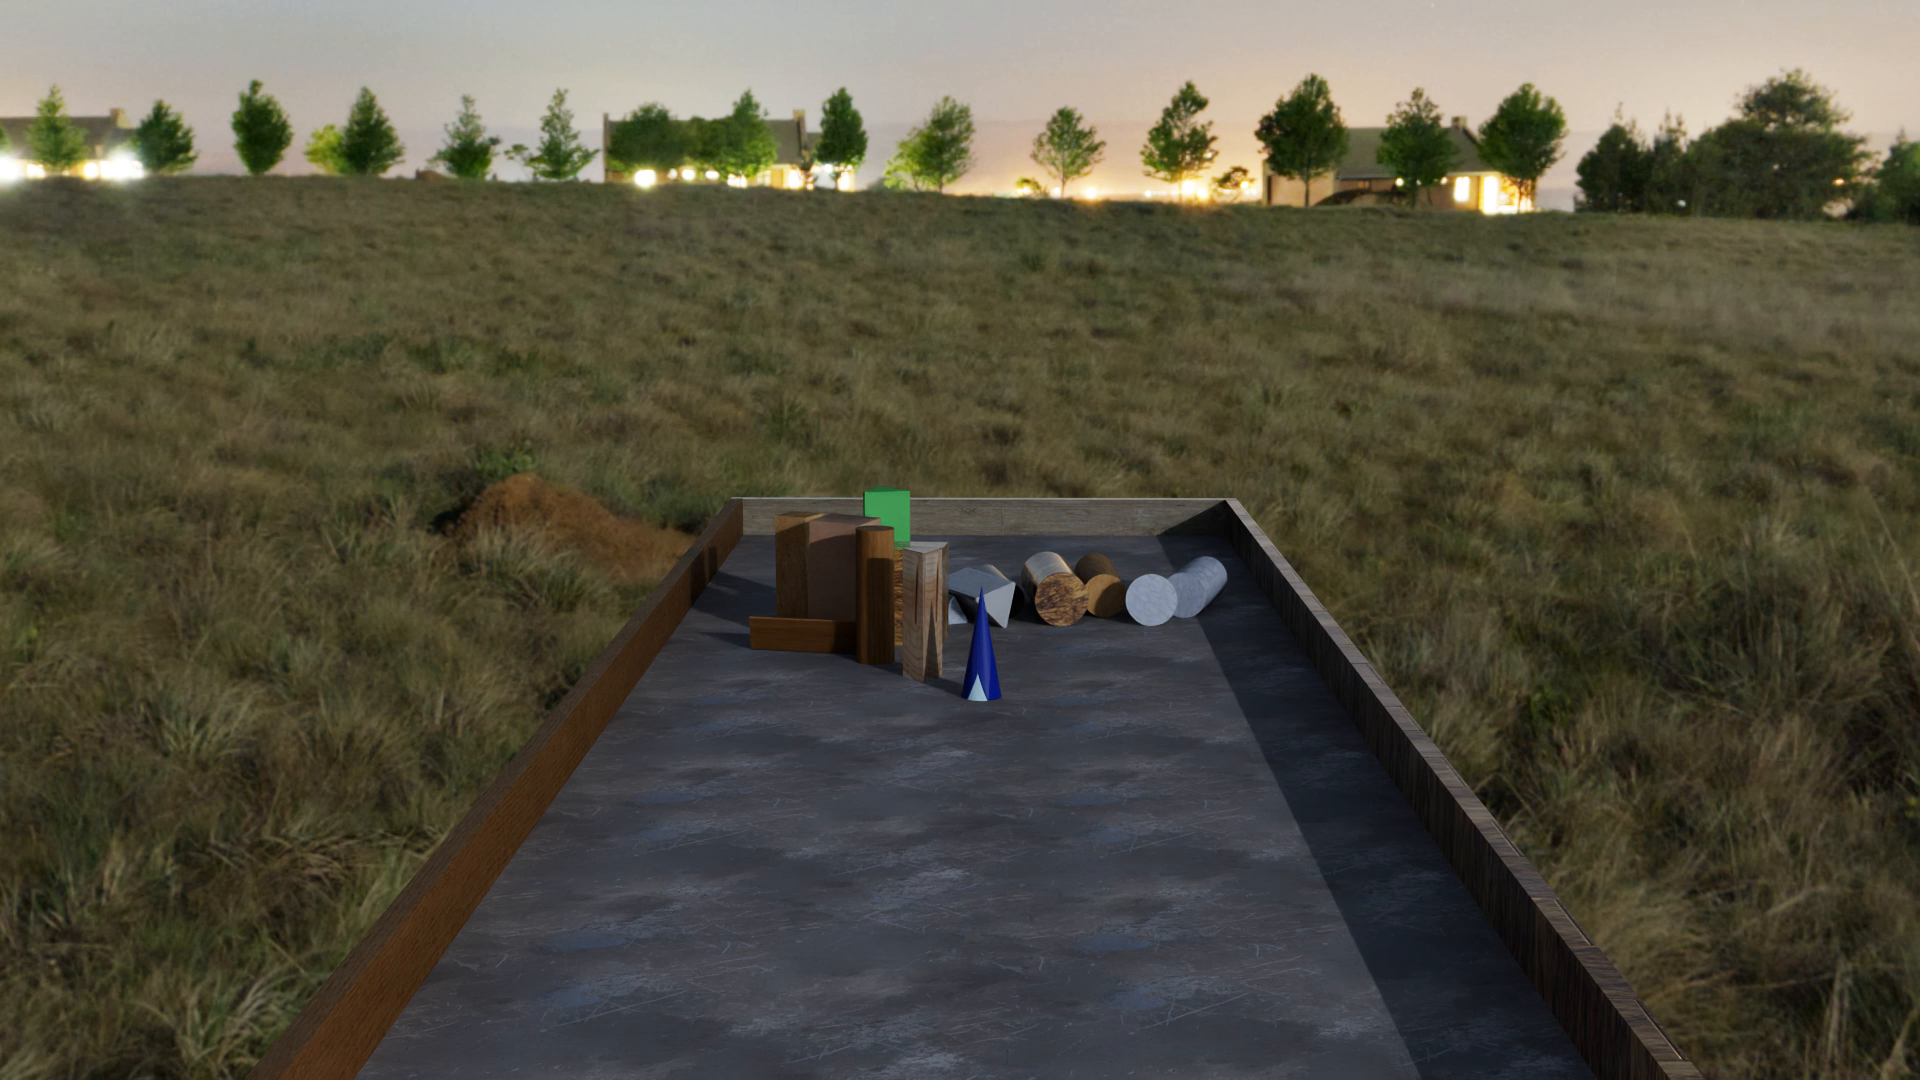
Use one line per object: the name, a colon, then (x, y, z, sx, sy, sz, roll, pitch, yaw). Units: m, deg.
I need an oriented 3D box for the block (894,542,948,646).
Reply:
block: (-0.135, 0.169, 6.975, 0.172, 0.304, 0.172, 1, 9, 8)

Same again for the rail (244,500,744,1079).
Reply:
rail: (-1.004, 0.839, 3.234, 0.050, 0.150, 12.000, 0, 9, 1)

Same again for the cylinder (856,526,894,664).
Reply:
cylinder: (-0.257, 0.166, 6.658, 0.117, 0.408, 0.117, 0, 9, 0)

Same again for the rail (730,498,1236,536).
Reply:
rail: (0.099, -0.098, 9.147, 2.100, 0.150, 0.050, 0, 9, 1)

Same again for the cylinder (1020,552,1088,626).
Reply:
cylinder: (0.317, 0.162, 7.422, 0.178, 0.178, 0.431, -1, 9, -5)

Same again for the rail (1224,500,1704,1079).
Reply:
rail: (1.046, 0.843, 3.208, 0.050, 0.150, 12.000, 0, 9, 1)

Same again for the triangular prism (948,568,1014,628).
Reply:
triangular prism: (0.064, 0.167, 7.309, 0.153, 0.132, 0.324, 44, -13, -26)

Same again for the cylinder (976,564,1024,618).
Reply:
cylinder: (0.125, 0.175, 7.514, 0.123, 0.123, 0.358, -2, 9, -10)

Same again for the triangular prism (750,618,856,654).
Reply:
triangular prism: (-0.443, 0.277, 6.811, 0.418, 0.092, 0.107, 2, 48, 12)

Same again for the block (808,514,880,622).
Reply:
block: (-0.367, 0.127, 6.942, 0.170, 0.391, 0.170, 6, 10, 20)

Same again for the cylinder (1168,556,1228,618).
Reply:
cylinder: (0.802, 0.159, 7.518, 0.154, 0.154, 0.361, 3, 9, 18)

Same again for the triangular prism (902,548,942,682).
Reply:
triangular prism: (-0.094, 0.215, 6.431, 0.099, 0.383, 0.114, -6, 11, -34)

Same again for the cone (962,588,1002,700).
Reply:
cone: (0.061, 0.284, 6.196, 0.115, 0.319, 0.115, 0, 9, 0)

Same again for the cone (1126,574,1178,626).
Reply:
cone: (0.622, 0.212, 7.406, 0.171, 0.171, 0.352, 0, -5, -2)

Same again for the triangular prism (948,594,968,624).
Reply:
triangular prism: (-0.102, 0.202, 7.429, 0.104, 0.090, 0.390, -4, 10, -24)

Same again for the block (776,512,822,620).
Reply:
block: (-0.525, 0.099, 7.198, 0.113, 0.371, 0.113, 4, 10, 26)

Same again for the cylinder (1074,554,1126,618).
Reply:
cylinder: (0.480, 0.153, 7.575, 0.147, 0.147, 0.428, 0, 9, -1)

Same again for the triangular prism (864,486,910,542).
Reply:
triangular prism: (-0.251, 0.055, 7.220, 0.153, 0.451, 0.132, -2, 9, -12)
